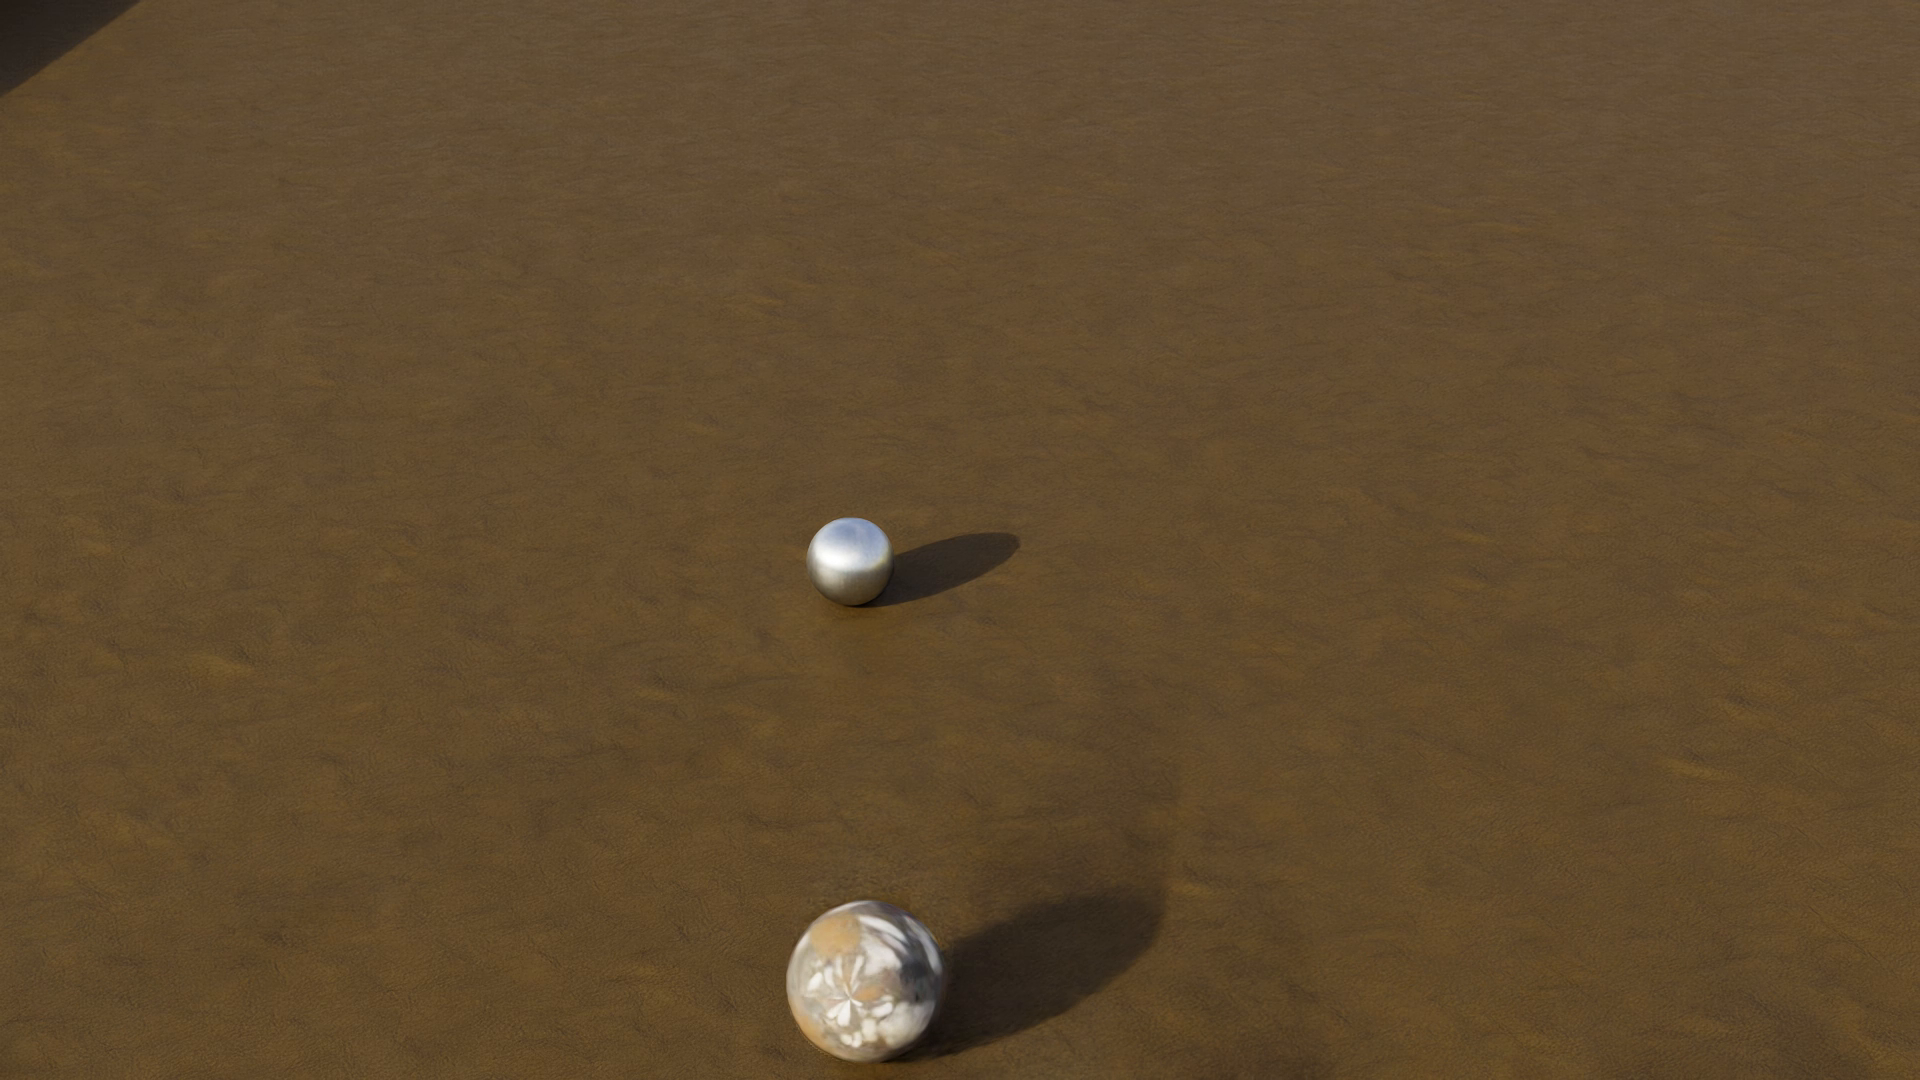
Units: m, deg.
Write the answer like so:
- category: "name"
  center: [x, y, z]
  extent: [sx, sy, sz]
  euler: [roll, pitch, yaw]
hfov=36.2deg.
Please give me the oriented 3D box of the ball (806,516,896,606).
- category: "ball"
  center: [-0.061, 0.012, 1.643]
  extent: [0.050, 0.050, 0.050]
  euler: [0, 30, 0]

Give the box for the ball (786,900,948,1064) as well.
- category: "ball"
  center: [-0.041, 0.195, 1.299]
  extent: [0.072, 0.072, 0.072]
  euler: [0, 30, 0]
